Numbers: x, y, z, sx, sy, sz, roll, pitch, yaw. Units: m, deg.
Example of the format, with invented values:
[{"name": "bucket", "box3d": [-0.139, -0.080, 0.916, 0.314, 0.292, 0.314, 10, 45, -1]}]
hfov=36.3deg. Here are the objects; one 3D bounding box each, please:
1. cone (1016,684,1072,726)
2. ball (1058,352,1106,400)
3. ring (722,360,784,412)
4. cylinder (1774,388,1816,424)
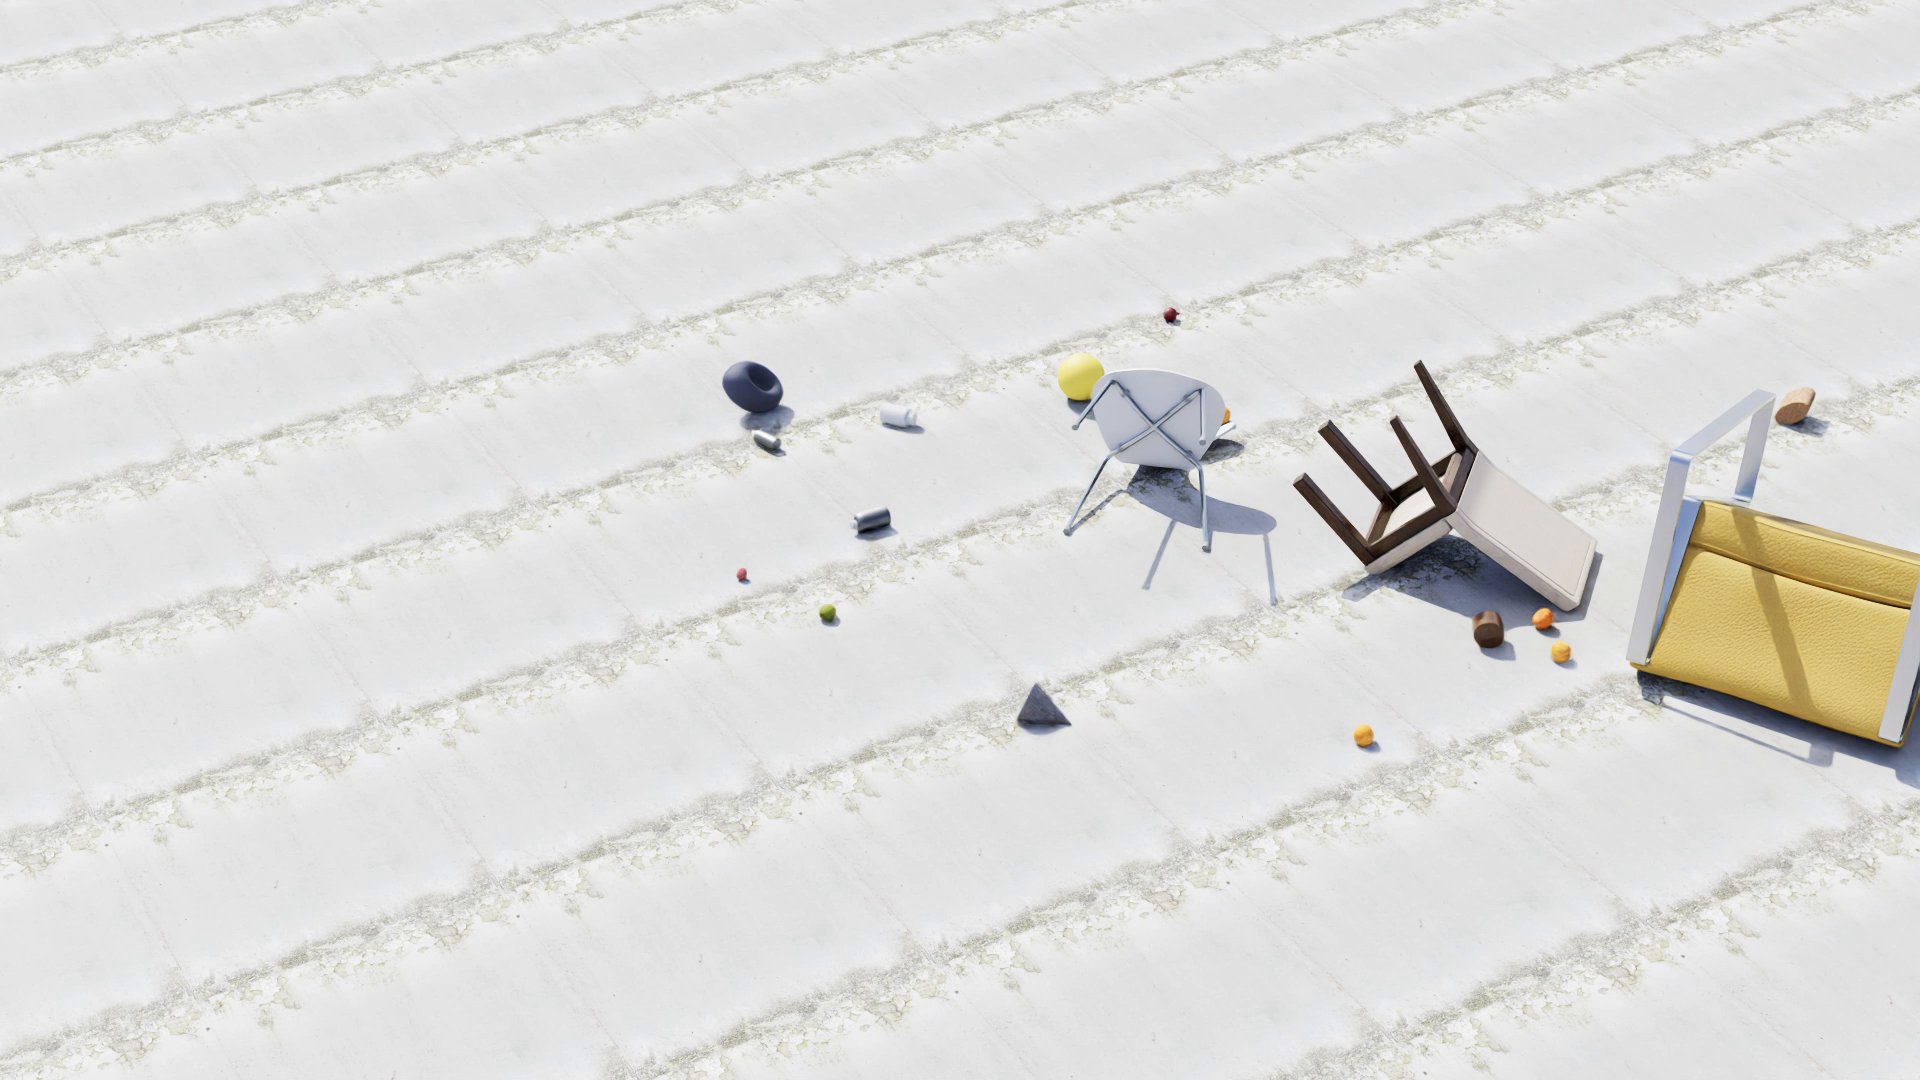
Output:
[{"name": "cone", "box3d": [0.304, 0.590, 9.991, 0.179, 0.149, 0.114, 27, -5, 3]}, {"name": "ball", "box3d": [0.487, -0.654, 11.763, 0.192, 0.192, 0.192, 0, 33, 0]}, {"name": "ring", "box3d": [-0.825, -0.611, 11.681, 0.261, 0.129, 0.192, 25, 47, -33]}, {"name": "cylinder", "box3d": [3.318, -0.533, 11.648, 0.149, 0.083, 0.128, -28, 13, 39]}]
